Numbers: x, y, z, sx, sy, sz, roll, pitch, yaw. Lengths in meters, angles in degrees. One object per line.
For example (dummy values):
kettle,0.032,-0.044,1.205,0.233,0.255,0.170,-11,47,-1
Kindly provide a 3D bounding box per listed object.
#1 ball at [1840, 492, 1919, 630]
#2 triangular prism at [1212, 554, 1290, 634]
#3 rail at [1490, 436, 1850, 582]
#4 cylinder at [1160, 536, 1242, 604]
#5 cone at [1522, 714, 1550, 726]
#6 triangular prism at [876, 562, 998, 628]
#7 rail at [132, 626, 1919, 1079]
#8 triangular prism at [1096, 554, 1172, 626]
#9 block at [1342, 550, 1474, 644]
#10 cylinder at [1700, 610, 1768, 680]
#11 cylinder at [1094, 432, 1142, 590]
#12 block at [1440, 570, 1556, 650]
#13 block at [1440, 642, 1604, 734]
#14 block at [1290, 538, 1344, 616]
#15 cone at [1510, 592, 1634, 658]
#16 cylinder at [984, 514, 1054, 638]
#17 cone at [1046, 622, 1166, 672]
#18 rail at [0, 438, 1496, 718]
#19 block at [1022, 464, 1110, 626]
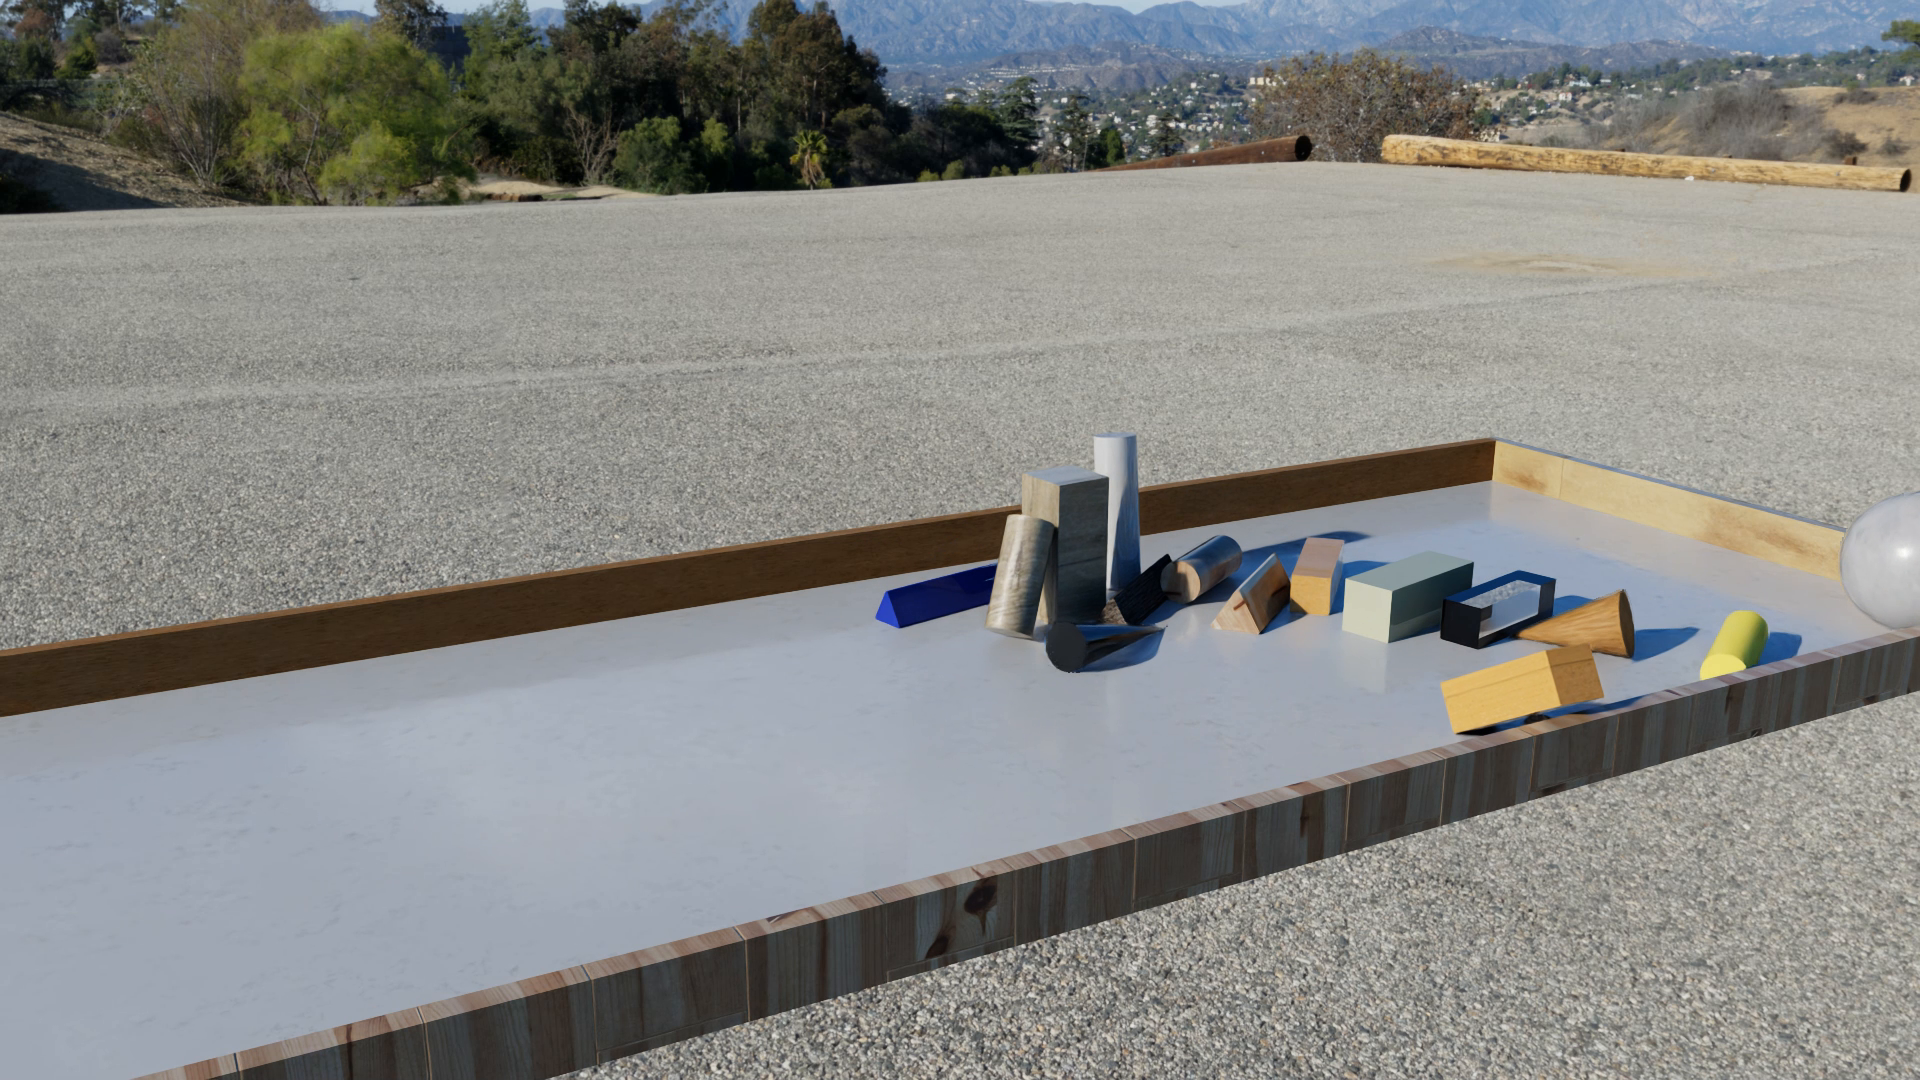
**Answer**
ball,2.596,0.062,4.457,0.387,0.387,0.387,0,16,0
triangular prism,0.834,0.142,4.655,0.135,0.117,0.385,8,18,24
rail,2.466,-0.048,5.253,0.050,0.150,2.100,-9,18,-27
cylinder,0.712,0.084,4.848,0.125,0.125,0.318,10,19,30
cone,1.435,0.459,3.687,0.348,0.122,0.122,5,14,-18
triangular prism,-0.039,0.146,4.686,0.428,0.092,0.106,-14,21,-39
rail,-2.336,1.006,1.665,12.000,0.150,0.050,-9,18,-27
triangular prism,0.514,0.142,4.698,0.106,0.092,0.457,8,18,25
block,1.244,0.153,4.572,0.399,0.147,0.147,-14,22,-40
cylinder,1.972,0.283,4.197,0.109,0.109,0.387,10,19,30
cylinder,0.463,-0.087,4.840,0.126,0.445,0.126,-3,10,1
block,1.475,0.187,4.514,0.383,0.115,0.115,-14,22,-40
block,1.252,0.335,3.694,0.121,0.121,0.371,-7,-13,-22
block,1.044,0.101,4.815,0.109,0.109,0.399,5,17,17
cone,1.613,0.241,4.385,0.304,0.176,0.176,-9,10,32
cylinder,0.160,0.099,4.425,0.131,0.310,0.131,12,-10,2
cone,0.419,0.255,4.371,0.130,0.130,0.454,14,13,40
rail,-3.305,0.497,3.399,12.000,0.150,0.050,-9,18,-27
block,0.290,0.015,4.590,0.171,0.403,0.171,-11,19,-32
